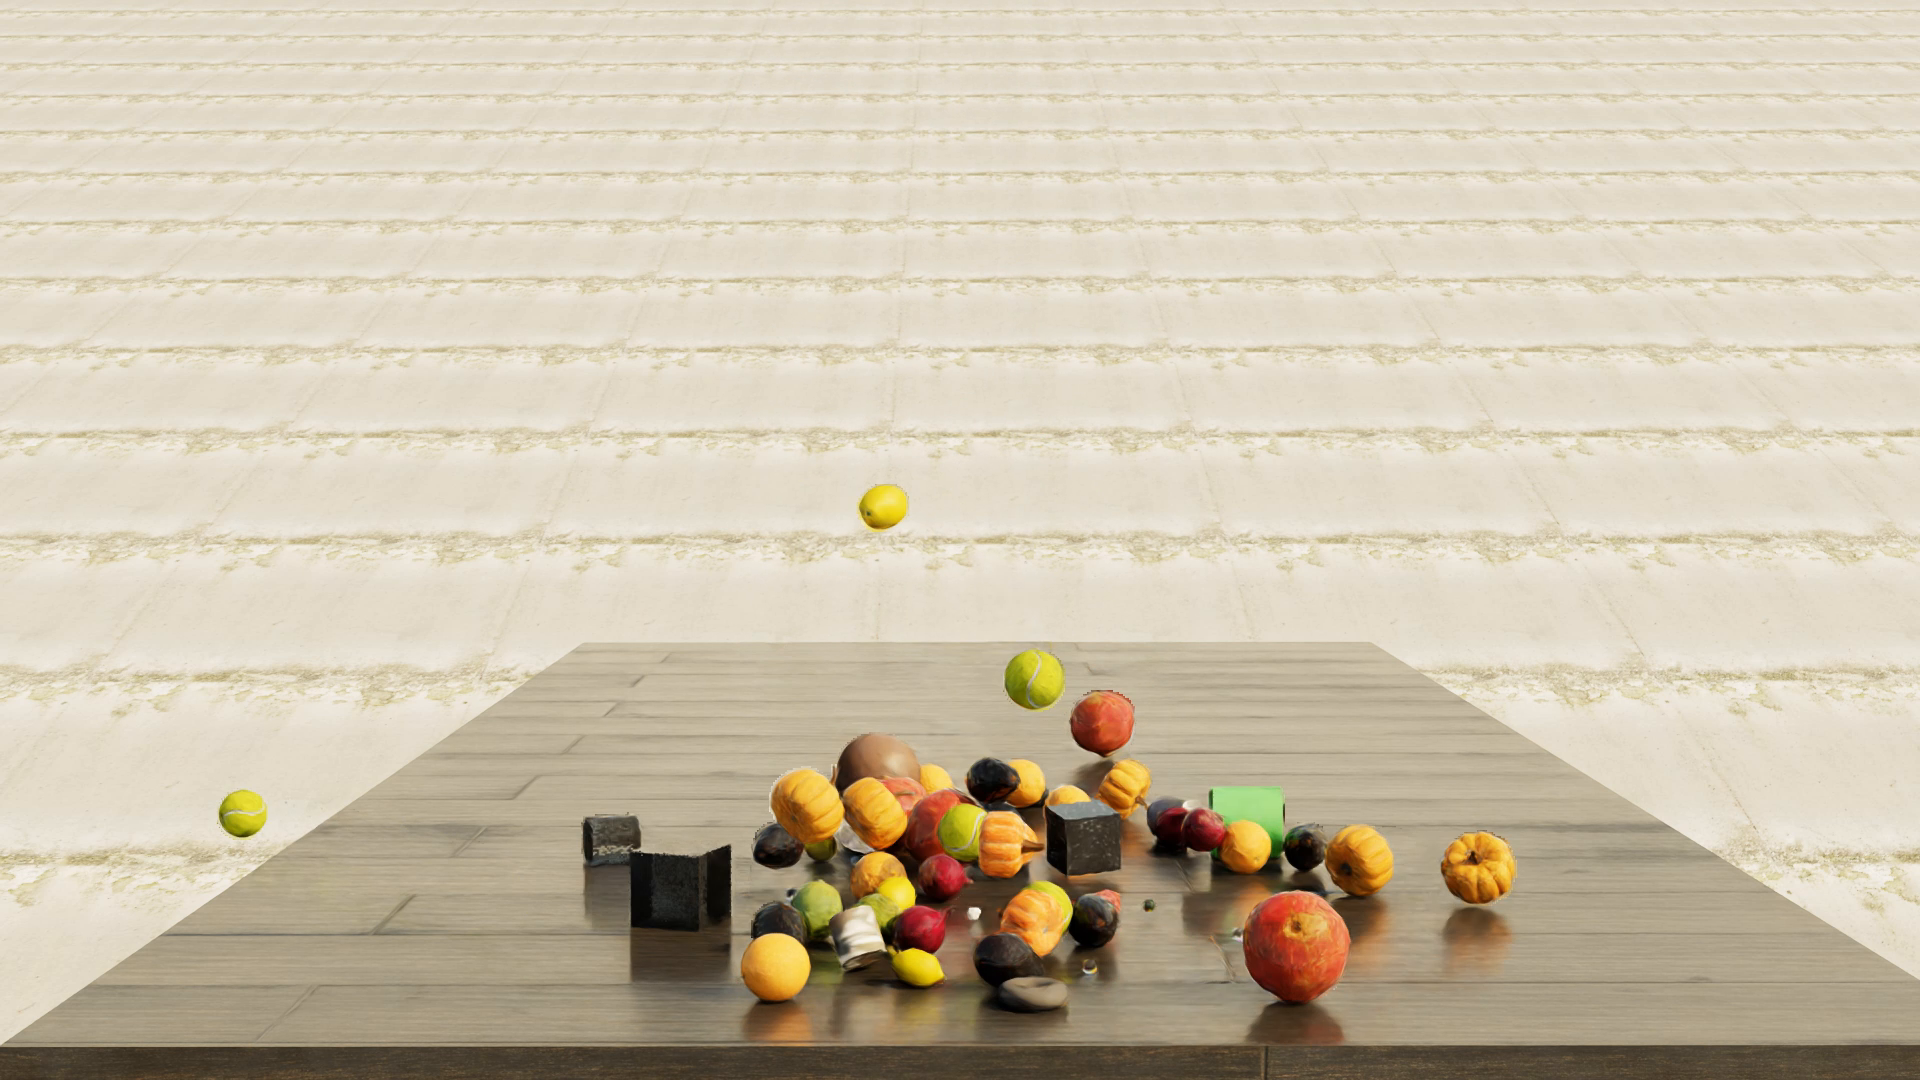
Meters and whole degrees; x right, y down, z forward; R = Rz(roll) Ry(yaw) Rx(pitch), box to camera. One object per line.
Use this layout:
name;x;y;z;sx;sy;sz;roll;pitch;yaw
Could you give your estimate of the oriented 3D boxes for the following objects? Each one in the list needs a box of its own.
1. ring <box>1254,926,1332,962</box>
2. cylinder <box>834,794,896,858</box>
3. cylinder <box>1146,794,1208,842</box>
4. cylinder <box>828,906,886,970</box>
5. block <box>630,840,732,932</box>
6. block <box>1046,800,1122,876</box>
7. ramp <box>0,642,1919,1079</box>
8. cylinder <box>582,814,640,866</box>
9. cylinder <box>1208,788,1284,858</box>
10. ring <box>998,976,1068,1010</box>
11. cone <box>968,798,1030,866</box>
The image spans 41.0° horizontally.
ring;0.380;0.460;2.932;0.089;0.030;0.089;-1;3;0
cylinder;-0.127;0.383;3.445;0.078;0.078;0.078;0;-11;1
cylinder;0.311;0.399;3.681;0.061;0.061;0.061;-17;13;-38
cylinder;-0.114;0.443;2.860;0.053;0.053;0.053;-9;65;-23
block;-0.339;0.419;3.119;0.091;0.091;0.091;1;4;20
block;0.164;0.396;3.418;0.077;0.077;0.077;-5;10;-17
ramp;0.047;0.429;4.533;2.000;0.100;4.000;0;3;0
cylinder;-0.475;0.408;3.499;0.065;0.065;0.065;-1;20;-21
cylinder;0.394;0.390;3.547;0.095;0.095;0.095;0;20;1
ring;0.076;0.477;2.698;0.075;0.025;0.075;0;3;0
cone;0.035;0.419;3.519;0.092;0.092;0.092;9;34;23
